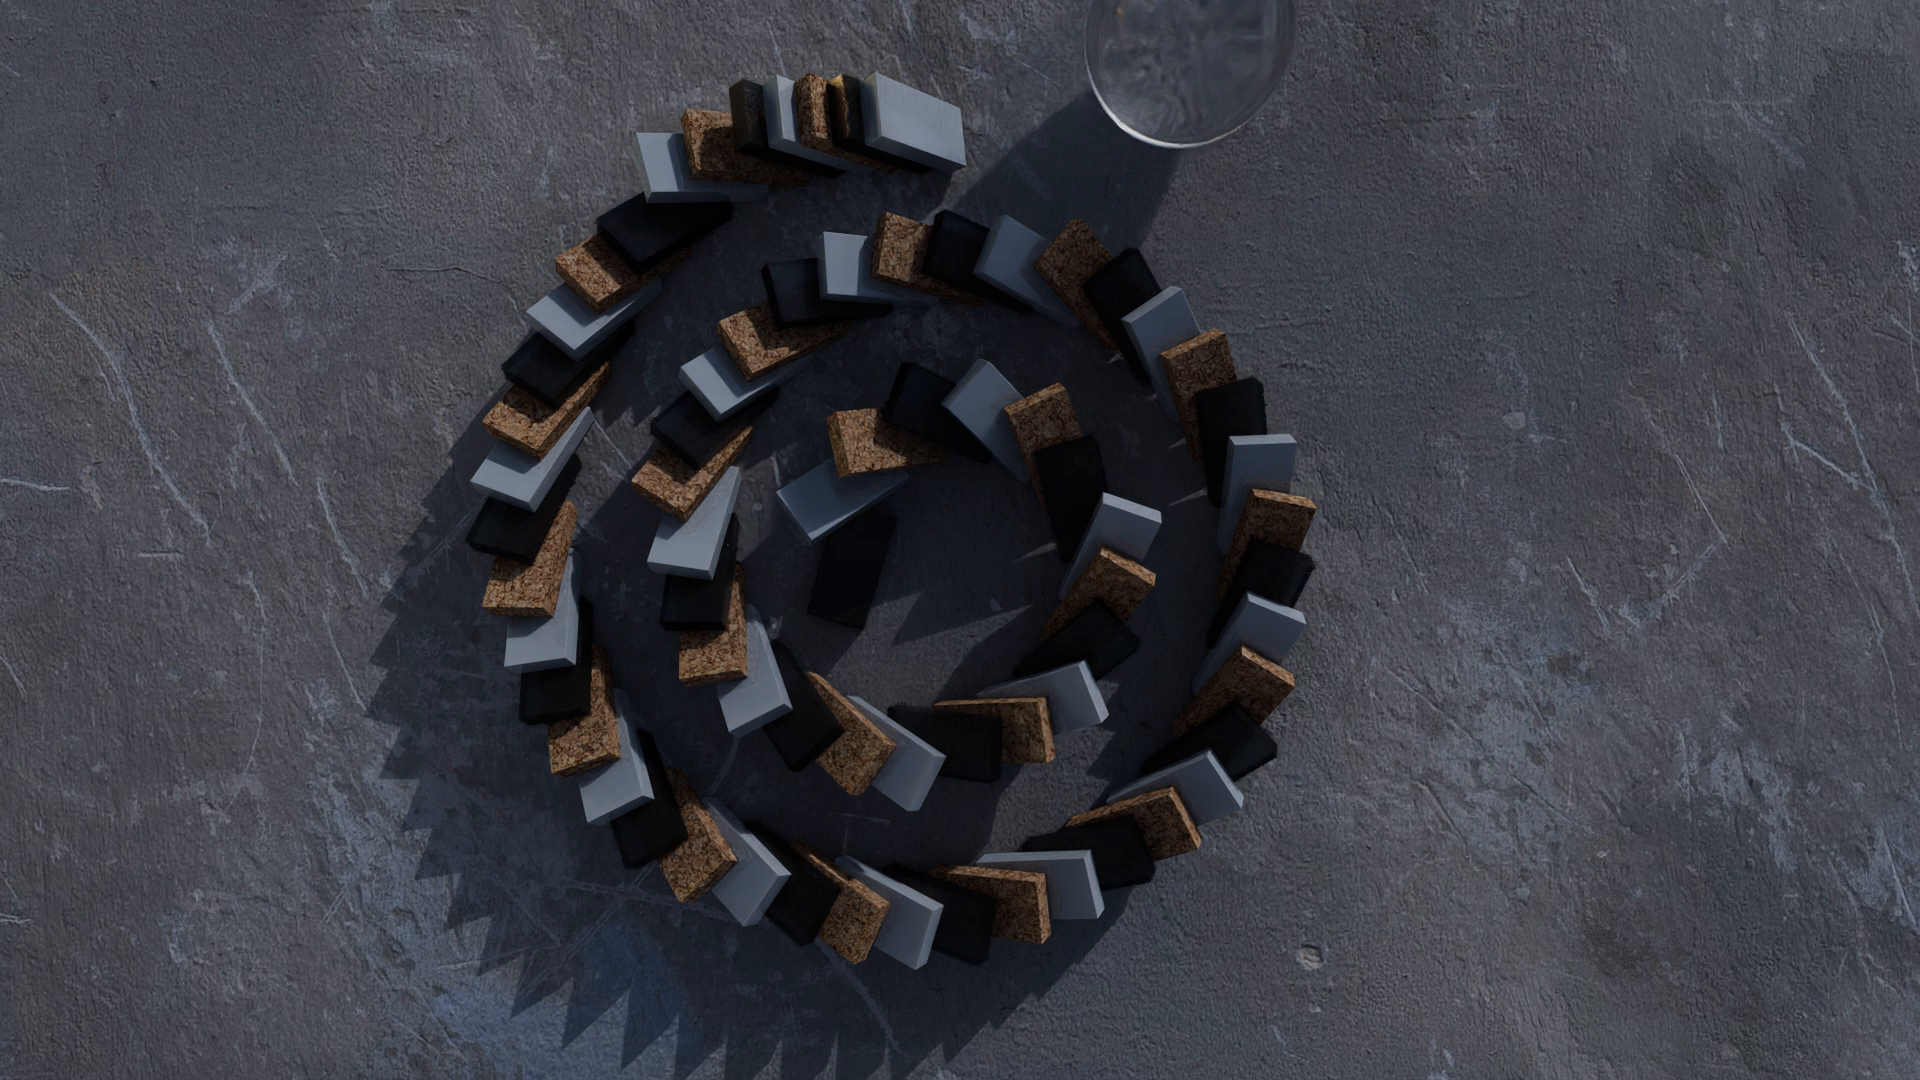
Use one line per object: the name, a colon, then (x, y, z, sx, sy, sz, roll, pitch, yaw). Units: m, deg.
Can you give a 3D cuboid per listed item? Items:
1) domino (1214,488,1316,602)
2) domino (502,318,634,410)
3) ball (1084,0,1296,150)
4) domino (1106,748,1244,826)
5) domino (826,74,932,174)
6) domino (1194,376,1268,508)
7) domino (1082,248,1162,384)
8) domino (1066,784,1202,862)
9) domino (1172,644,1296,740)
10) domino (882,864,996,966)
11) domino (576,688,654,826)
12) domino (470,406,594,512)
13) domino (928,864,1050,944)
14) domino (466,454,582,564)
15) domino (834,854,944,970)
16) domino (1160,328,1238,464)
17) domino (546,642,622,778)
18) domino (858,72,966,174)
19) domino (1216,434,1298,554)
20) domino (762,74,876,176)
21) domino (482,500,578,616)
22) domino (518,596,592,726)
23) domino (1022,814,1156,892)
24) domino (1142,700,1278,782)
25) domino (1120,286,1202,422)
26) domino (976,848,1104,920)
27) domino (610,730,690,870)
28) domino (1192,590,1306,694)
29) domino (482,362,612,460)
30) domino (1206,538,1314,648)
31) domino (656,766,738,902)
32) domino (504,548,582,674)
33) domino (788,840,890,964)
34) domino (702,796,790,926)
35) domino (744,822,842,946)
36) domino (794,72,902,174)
domino: (0.127, 0.004, 0.384, 0.025, 0.010, 0.050, 11, 117, 0)
domino: (-0.163, -0.080, 0.384, 0.025, 0.010, 0.050, 33, 63, 0)
ball: (0.089, -0.197, 0.360, 0.080, 0.080, 0.080, 0, 90, 0)
domino: (0.090, 0.109, 0.384, 0.050, 0.010, 0.025, -33, 90, 28)
domino: (-0.031, -0.171, 0.378, 0.010, 0.050, 0.025, -6, 90, 42)
domino: (0.115, -0.040, 0.384, 0.025, 0.009, 0.050, -16, 118, 0)
domino: (0.075, -0.093, 0.384, 0.025, 0.009, 0.050, -39, 118, 0)
domino: (0.072, 0.123, 0.384, 0.050, 0.010, 0.025, -27, 90, 27)
domino: (0.114, 0.070, 0.384, 0.025, 0.009, 0.050, 32, 118, 0)
domino: (-0.011, 0.156, 0.384, 0.050, 0.009, 0.025, 9, 90, 28)
domino: (-0.148, 0.090, 0.384, 0.025, 0.010, 0.050, -26, 63, 0)
domino: (-0.178, -0.038, 0.384, 0.025, 0.009, 0.050, 20, 63, 0)
domino: (0.012, 0.152, 0.384, 0.050, 0.010, 0.025, -5, 90, 28)
domino: (-0.182, -0.016, 0.384, 0.025, 0.009, 0.050, 14, 63, 0)
domino: (-0.034, 0.155, 0.384, 0.050, 0.009, 0.025, 17, 90, 27)
domino: (0.104, -0.060, 0.384, 0.025, 0.010, 0.050, -25, 117, 0)
domino: (-0.159, 0.071, 0.384, 0.025, 0.010, 0.050, -19, 63, 0)
domino: (-0.019, -0.171, 0.378, 0.010, 0.050, 0.025, -6, 90, 42)
domino: (0.124, -0.019, 0.384, 0.025, 0.009, 0.050, -2, 118, 0)
domino: (-0.057, -0.170, 0.378, 0.010, 0.050, 0.025, -6, 90, 42)
domino: (-0.180, 0.007, 0.384, 0.025, 0.010, 0.050, 1, 63, 0)
domino: (-0.169, 0.050, 0.384, 0.025, 0.009, 0.050, -10, 63, 0)
domino: (0.053, 0.134, 0.384, 0.050, 0.010, 0.025, -23, 90, 27)
domino: (0.104, 0.092, 0.384, 0.025, 0.010, 0.050, 47, 118, 0)
domino: (0.090, -0.077, 0.384, 0.025, 0.009, 0.050, -33, 118, 0)
domino: (0.033, 0.145, 0.384, 0.050, 0.010, 0.025, -13, 90, 27)
domino: (-0.135, 0.108, 0.384, 0.025, 0.010, 0.050, -32, 62, 0)
domino: (0.120, 0.048, 0.384, 0.025, 0.010, 0.050, 22, 117, 0)
domino: (-0.172, -0.060, 0.384, 0.025, 0.009, 0.050, 28, 63, 0)
domino: (0.125, 0.026, 0.384, 0.025, 0.010, 0.050, 16, 117, 0)
domino: (-0.117, 0.123, 0.384, 0.025, 0.009, 0.050, -43, 62, 0)
domino: (-0.174, 0.029, 0.384, 0.025, 0.009, 0.050, -8, 63, 0)
domino: (-0.056, 0.151, 0.384, 0.050, 0.009, 0.025, 25, 90, 27)
domino: (-0.097, 0.134, 0.384, 0.050, 0.009, 0.025, 35, 90, 27)
domino: (-0.076, 0.143, 0.384, 0.050, 0.009, 0.025, 28, 90, 27)
domino: (-0.044, -0.171, 0.378, 0.009, 0.050, 0.025, -6, 90, 42)
